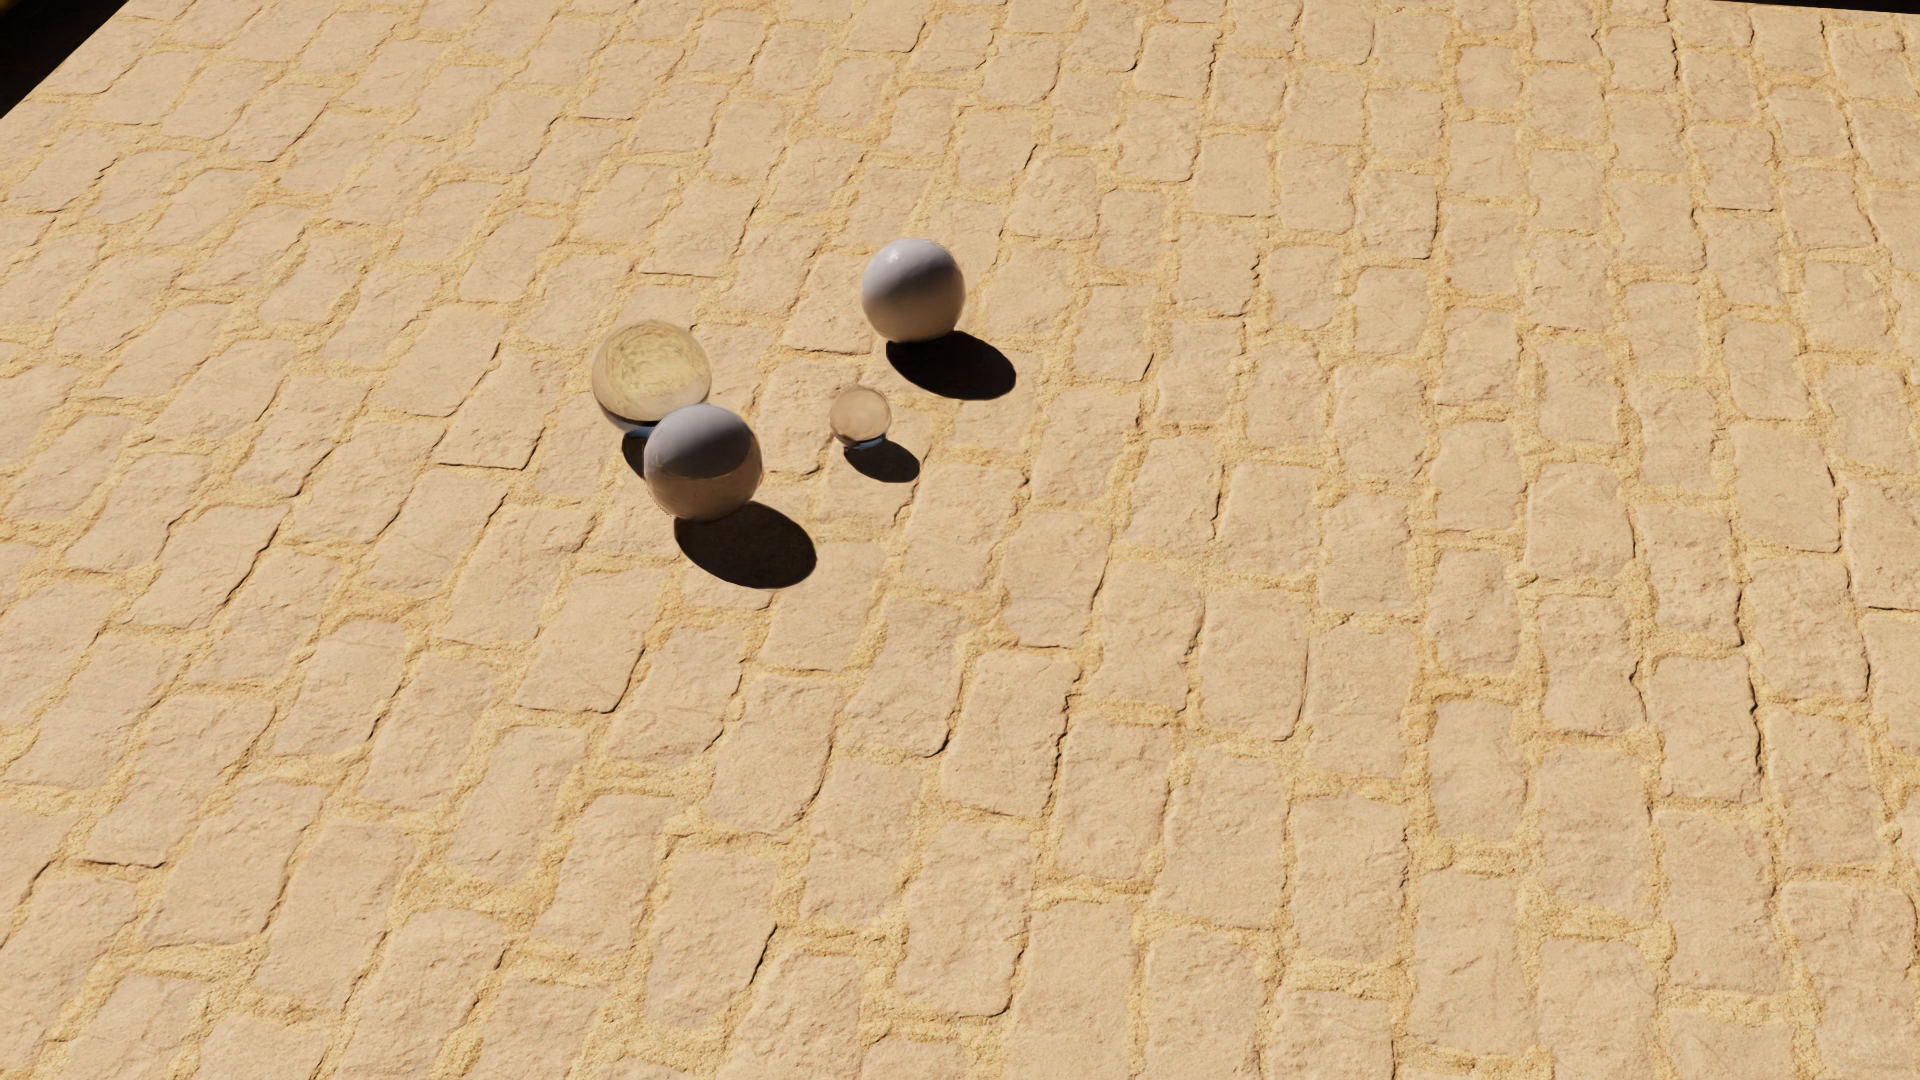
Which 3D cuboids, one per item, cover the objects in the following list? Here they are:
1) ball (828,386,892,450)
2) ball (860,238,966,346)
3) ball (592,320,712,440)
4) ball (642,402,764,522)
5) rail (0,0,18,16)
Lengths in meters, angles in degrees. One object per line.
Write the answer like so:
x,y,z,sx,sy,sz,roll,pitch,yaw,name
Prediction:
-0.072,-0.088,1.864,0.046,0.046,0.046,0,35,0,ball
-0.036,-0.190,1.976,0.082,0.082,0.082,0,35,0,ball
-0.225,-0.117,1.868,0.087,0.087,0.087,0,35,0,ball
-0.178,-0.054,1.783,0.083,0.083,0.083,0,35,0,ball
-1.040,-0.129,1.854,0.045,0.120,2.342,6,36,8,rail
